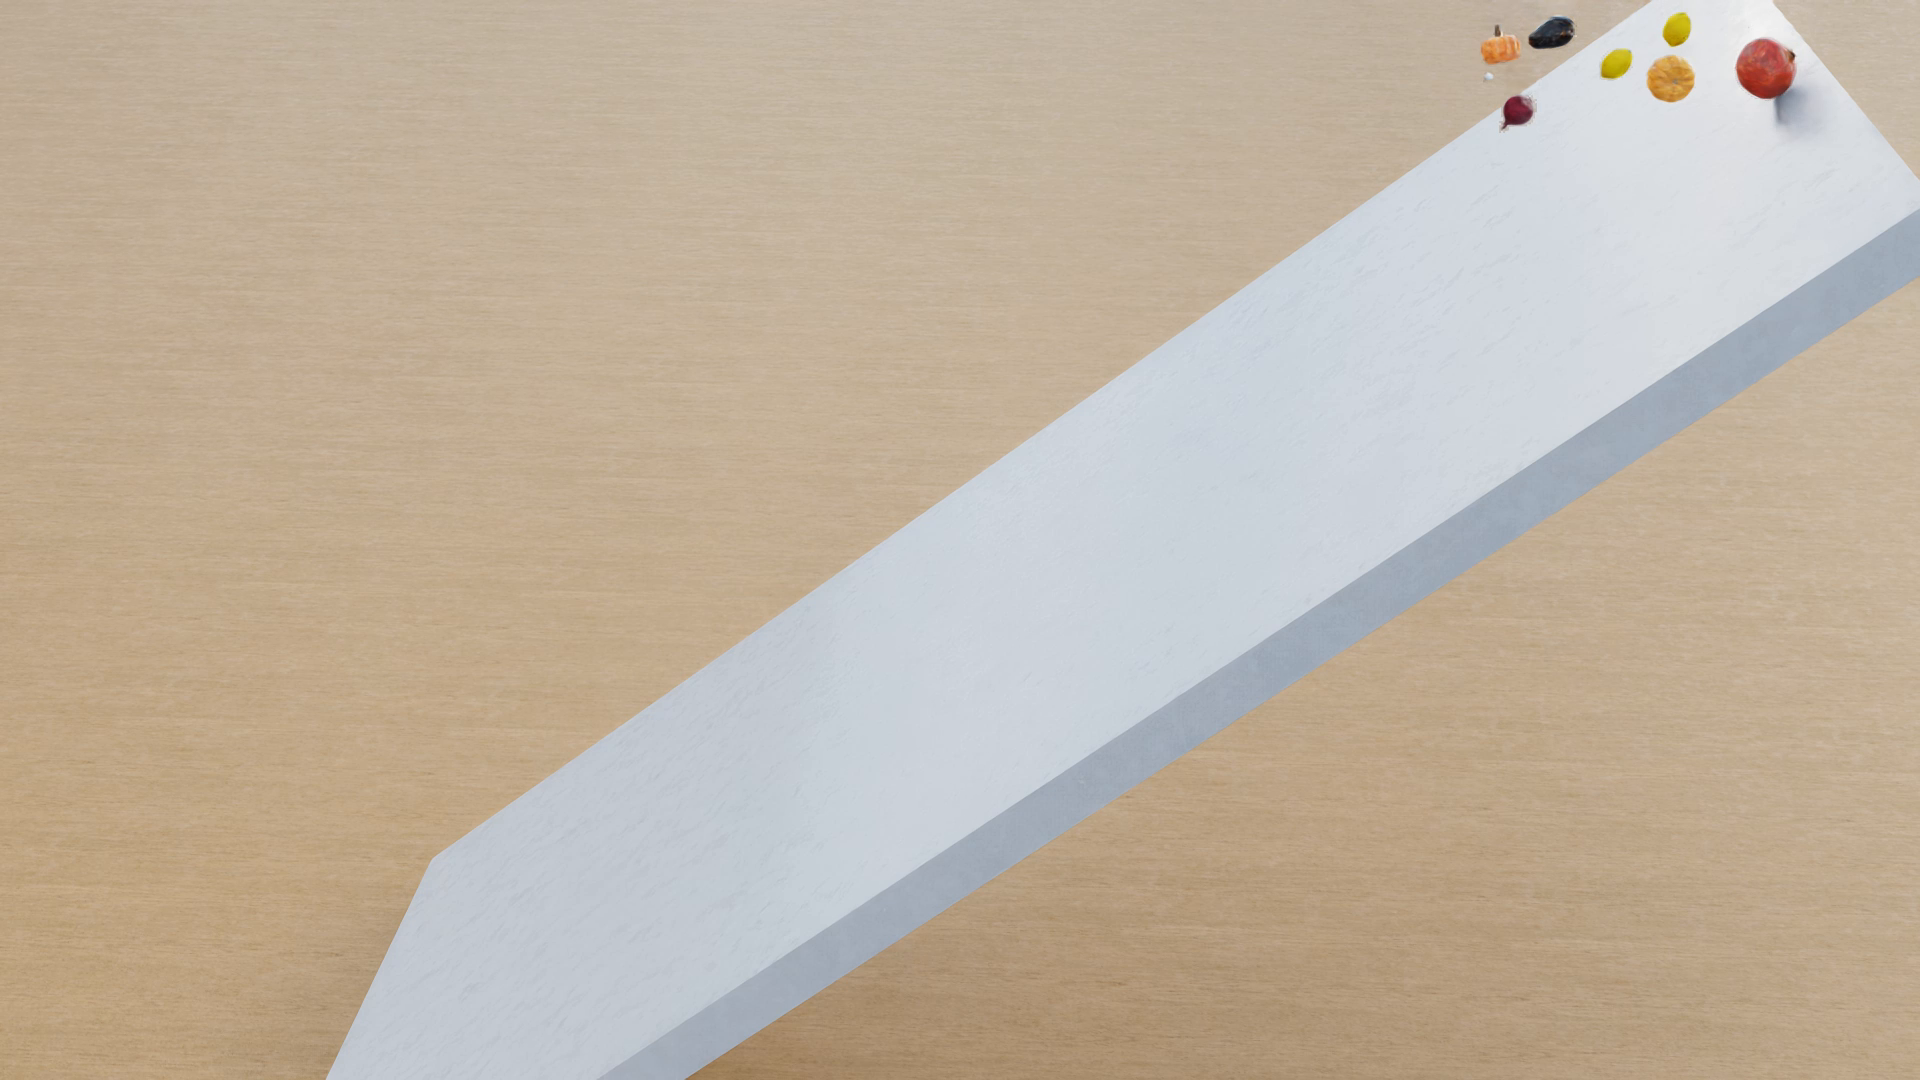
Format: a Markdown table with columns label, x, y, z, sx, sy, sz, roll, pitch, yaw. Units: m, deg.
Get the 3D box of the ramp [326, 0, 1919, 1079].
| label | x | y | z | sx | sy | sz | roll | pitch | yaw |
| --- | --- | --- | --- | --- | --- | --- | --- | --- | --- |
| ramp | 0.126 | 0.181 | 6.329 | 4.000 | 0.100 | 2.000 | -35 | 16 | 17 |
